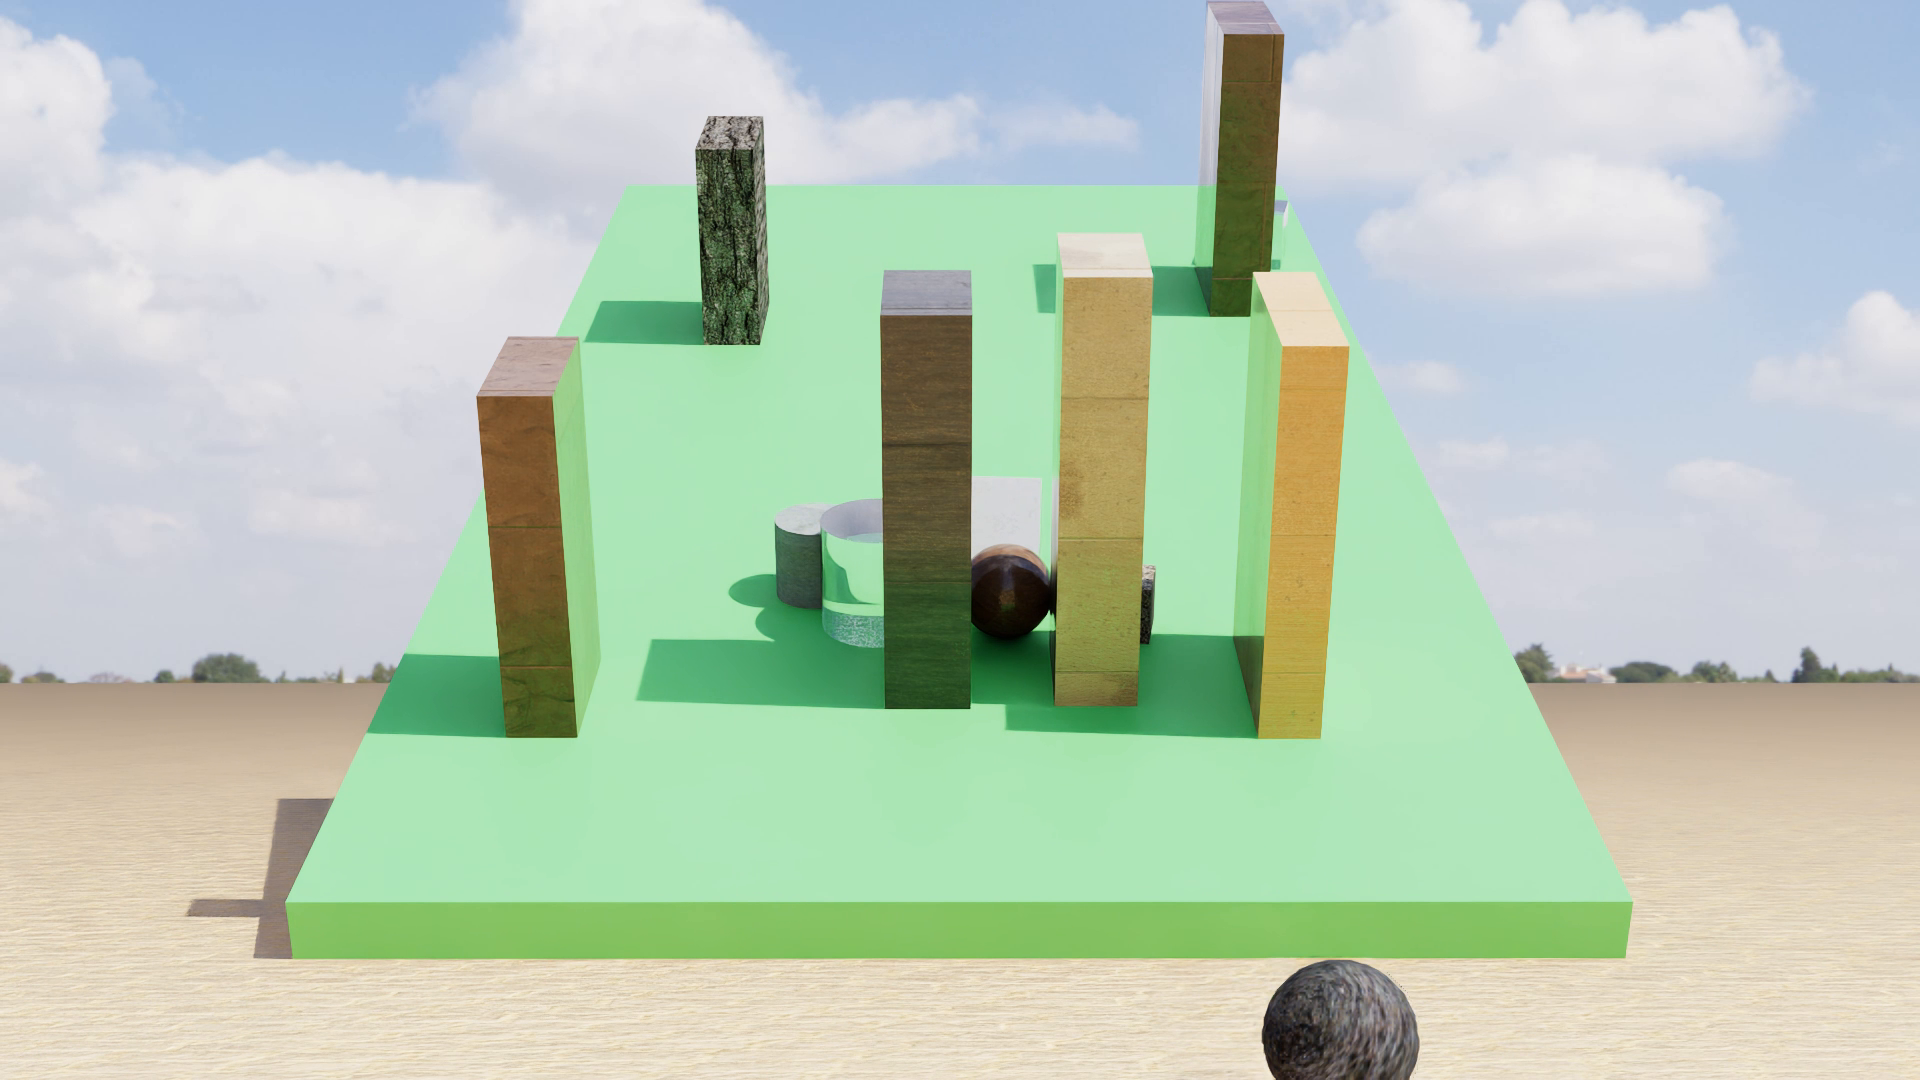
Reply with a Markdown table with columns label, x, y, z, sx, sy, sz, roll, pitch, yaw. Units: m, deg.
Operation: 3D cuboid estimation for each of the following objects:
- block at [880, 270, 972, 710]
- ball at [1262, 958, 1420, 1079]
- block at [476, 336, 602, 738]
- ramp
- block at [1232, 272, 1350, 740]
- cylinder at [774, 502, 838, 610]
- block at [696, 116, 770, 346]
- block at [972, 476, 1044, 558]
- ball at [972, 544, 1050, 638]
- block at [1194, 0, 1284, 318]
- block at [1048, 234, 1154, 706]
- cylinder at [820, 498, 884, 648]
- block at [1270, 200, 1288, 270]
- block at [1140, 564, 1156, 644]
| label | x | y | z | sx | sy | sz | roll | pitch | yaw |
| --- | --- | --- | --- | --- | --- | --- | --- | --- | --- |
| block | -0.055 | -0.083 | 3.969 | 0.148 | 0.712 | 0.241 | 0 | 24 | 0 |
| ball | 0.367 | 0.481 | 2.245 | 0.150 | 0.150 | 0.150 | 0 | -3 | 0 |
| block | -0.703 | -0.006 | 3.915 | 0.120 | 0.612 | 0.290 | 0 | 24 | 0 |
| ramp | -0.008 | -0.228 | 5.298 | 2.000 | 0.100 | 4.000 | 0 | 24 | 0 |
| block | 0.554 | -0.062 | 3.943 | 0.105 | 0.697 | 0.385 | 0 | 24 | 0 |
| cylinder | -0.273 | 0.029 | 4.405 | 0.153 | 0.153 | 0.153 | 0 | 24 | 0 |
| block | -0.563 | -0.773 | 5.794 | 0.139 | 0.493 | 0.332 | 0 | 24 | 0 |
| block | 0.069 | -0.019 | 4.414 | 0.169 | 0.169 | 0.169 | 2 | -11 | 4 |
| ball | 0.085 | 0.092 | 4.239 | 0.173 | 0.173 | 0.173 | 0 | -3 | 0 |
| block | 0.714 | -0.987 | 5.999 | 0.148 | 0.722 | 0.423 | 0 | 24 | 0 |
| block | 0.235 | -0.116 | 3.970 | 0.143 | 0.772 | 0.246 | 0 | 24 | 0 |
| cylinder | -0.152 | 0.059 | 4.273 | 0.207 | 0.207 | 0.207 | 0 | 24 | 0 |
| block | 0.813 | -0.841 | 6.375 | 0.152 | 0.152 | 0.152 | 5 | 24 | 11 |
| block | 0.299 | 0.115 | 4.269 | 0.109 | 0.109 | 0.109 | 4 | 24 | 8 |
